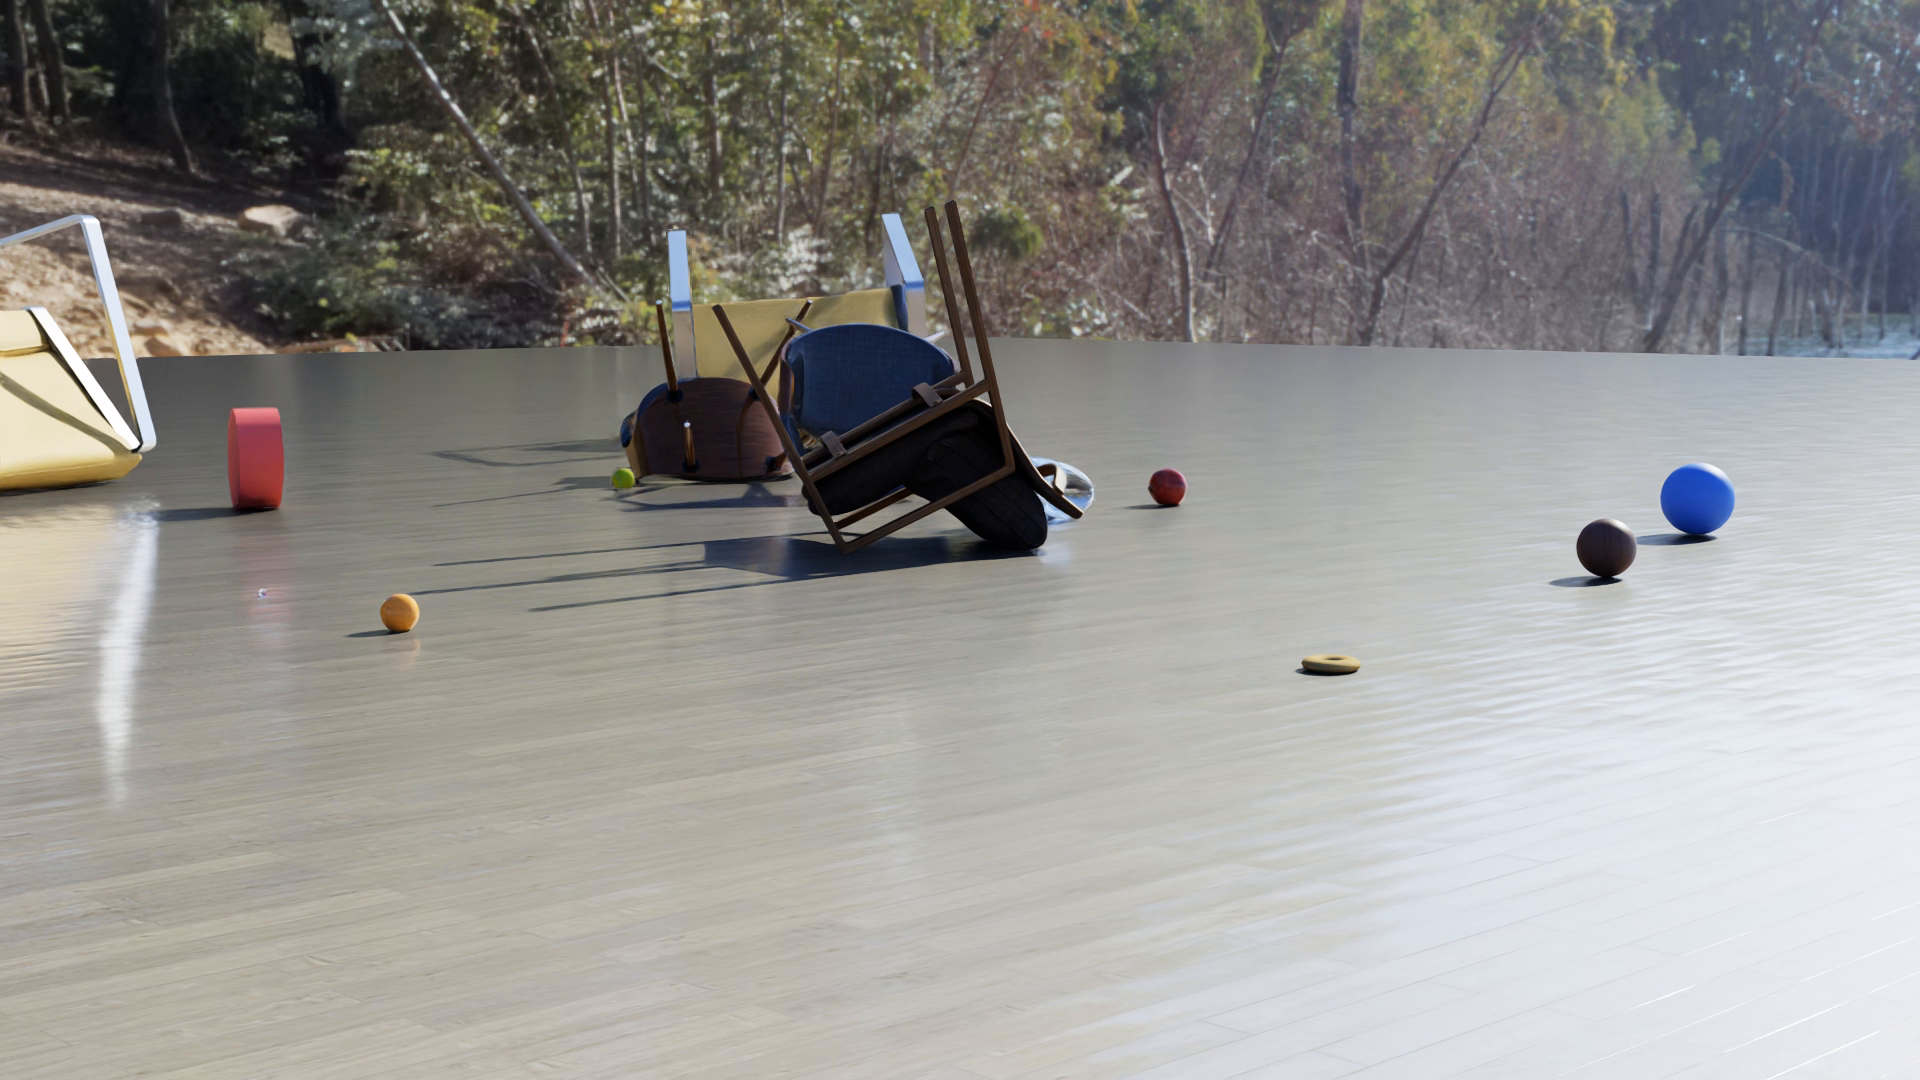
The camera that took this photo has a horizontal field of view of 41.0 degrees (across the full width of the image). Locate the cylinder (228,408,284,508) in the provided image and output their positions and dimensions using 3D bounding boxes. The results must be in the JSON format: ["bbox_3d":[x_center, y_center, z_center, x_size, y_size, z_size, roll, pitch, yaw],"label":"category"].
[{"bbox_3d":[-1.998,-0.231,7.272,0.119,0.271,0.298,-2,-34,-22],"label":"cylinder"}]

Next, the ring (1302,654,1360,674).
[{"bbox_3d":[0.622,0.207,4.300,0.098,0.021,0.113,3,6,17],"label":"ring"}]

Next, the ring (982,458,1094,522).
[{"bbox_3d":[0.210,-0.135,6.856,0.153,0.173,0.420,13,6,35],"label":"ring"}]

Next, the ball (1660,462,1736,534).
[{"bbox_3d":[1.879,-0.105,6.535,0.184,0.184,0.184,0,6,0],"label":"ball"}]
